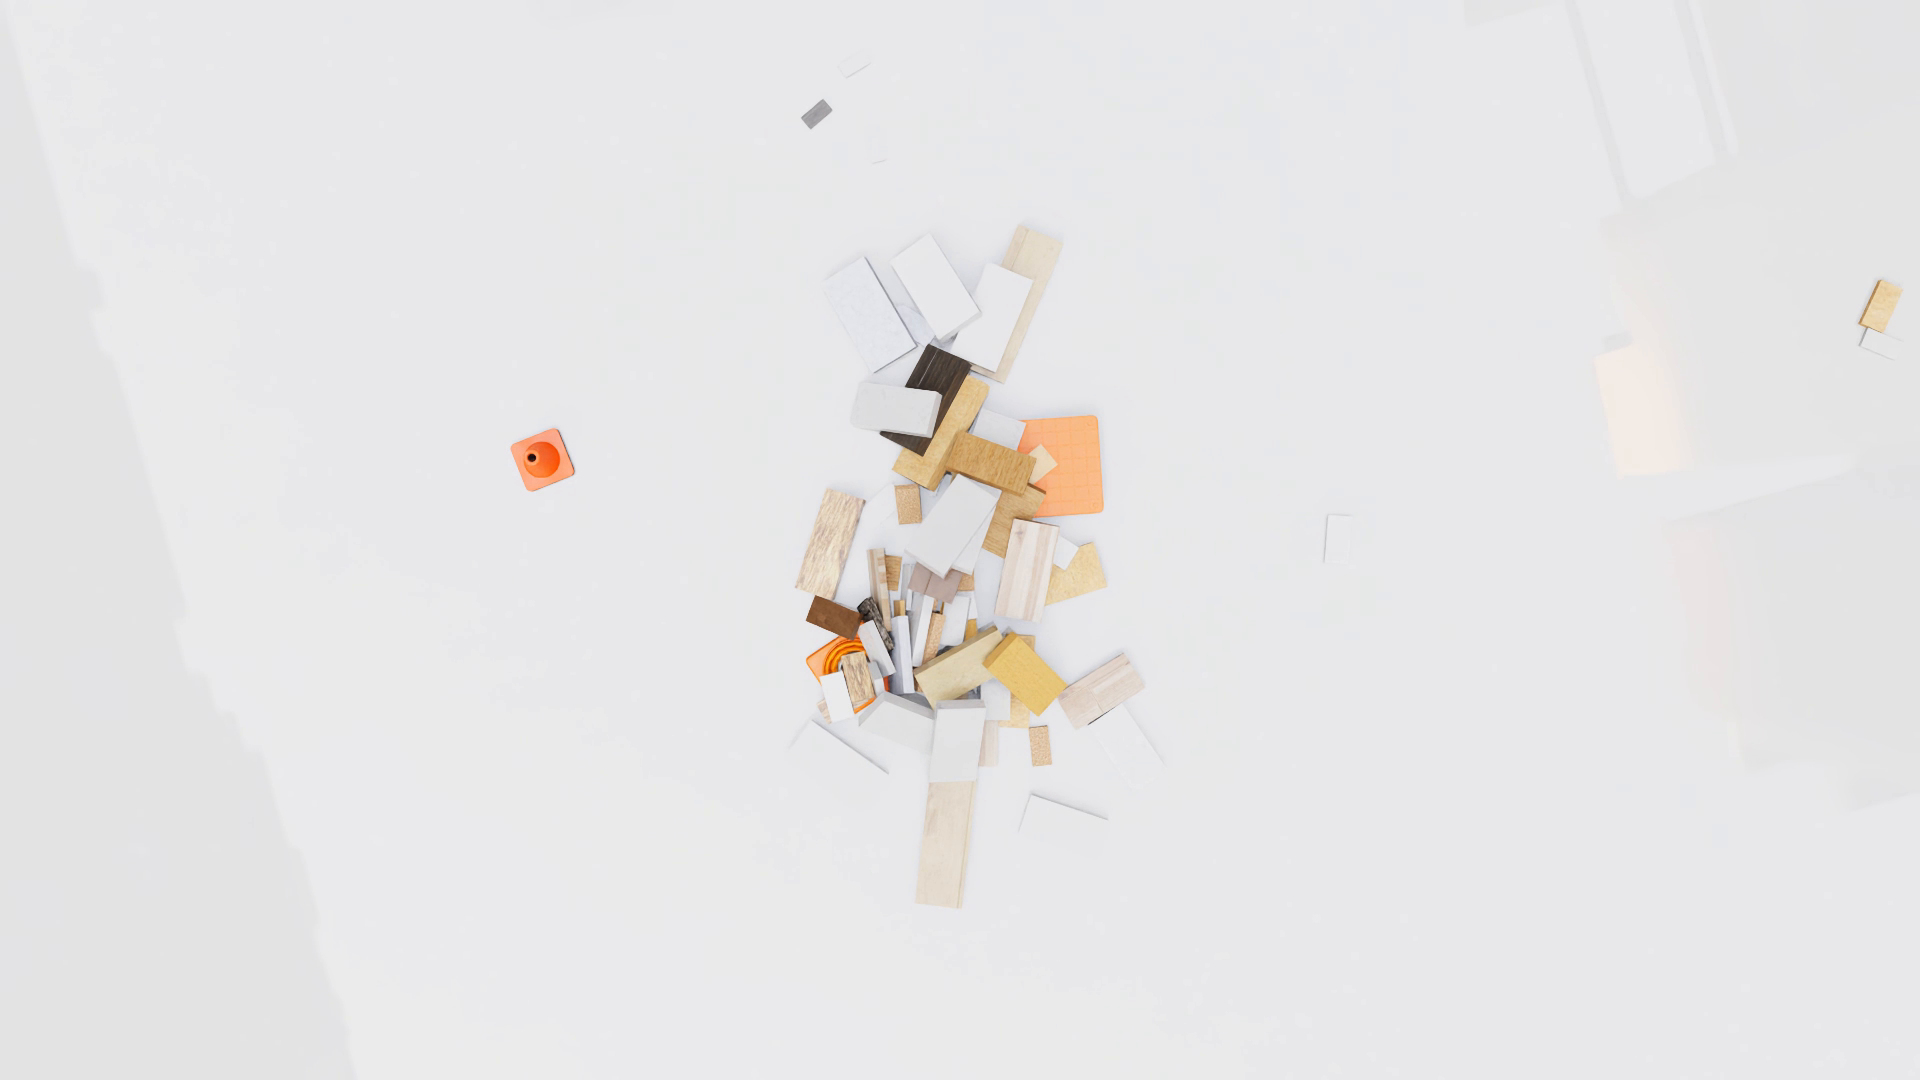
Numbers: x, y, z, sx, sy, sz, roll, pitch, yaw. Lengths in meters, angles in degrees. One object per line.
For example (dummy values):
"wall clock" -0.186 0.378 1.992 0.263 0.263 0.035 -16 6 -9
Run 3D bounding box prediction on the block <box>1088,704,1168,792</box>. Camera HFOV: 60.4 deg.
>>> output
"block" 0.556 0.689 5.481 0.135 0.038 0.271 -34 90 0

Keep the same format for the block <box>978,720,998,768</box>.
"block" 0.086 0.671 5.488 0.082 0.023 0.165 2 90 0

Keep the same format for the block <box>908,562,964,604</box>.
"block" -0.046 0.039 5.355 0.153 0.043 0.307 20 87 3

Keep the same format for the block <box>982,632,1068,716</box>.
"block" 0.213 0.440 5.388 0.145 0.041 0.290 -47 123 -4

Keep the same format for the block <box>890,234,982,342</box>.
"block" -0.079 -0.829 5.424 0.162 0.046 0.325 -34 75 10

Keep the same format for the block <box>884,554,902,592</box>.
"block" -0.229 0.110 5.492 0.058 0.016 0.115 8 90 0

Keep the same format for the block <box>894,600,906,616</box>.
"block" -0.200 0.257 5.470 0.016 0.058 0.115 -2 90 -25

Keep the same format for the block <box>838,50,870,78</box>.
"block" -0.352 -1.584 5.493 0.098 0.014 0.049 -31 90 0

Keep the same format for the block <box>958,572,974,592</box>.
"block" 0.002 0.084 5.458 0.086 0.024 0.173 -2 70 -1

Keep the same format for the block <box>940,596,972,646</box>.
"block" -0.017 0.266 5.414 0.082 0.023 0.164 6 82 17

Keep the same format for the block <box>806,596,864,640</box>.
"block" -0.415 0.257 5.445 0.186 0.026 0.093 21 90 27

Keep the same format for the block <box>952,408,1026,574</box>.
"block" 0.055 -0.160 5.338 0.153 0.043 0.539 19 72 3

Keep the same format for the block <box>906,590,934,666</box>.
"block" -0.146 0.284 5.435 0.036 0.126 0.252 11 90 -26

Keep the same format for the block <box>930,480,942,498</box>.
"block" -0.066 -0.220 5.461 0.022 0.078 0.157 19 90 0

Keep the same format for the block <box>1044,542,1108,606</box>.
"block" 0.317 0.126 5.478 0.310 0.044 0.155 -17 90 0

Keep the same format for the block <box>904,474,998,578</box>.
"block" -0.028 -0.045 5.250 0.153 0.043 0.307 33 73 8

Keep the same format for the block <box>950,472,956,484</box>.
"block" 0.021 -0.190 5.453 0.102 0.029 0.203 11 75 3

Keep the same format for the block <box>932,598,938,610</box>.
"block" -0.081 0.143 5.455 0.024 0.086 0.173 11 90 -8

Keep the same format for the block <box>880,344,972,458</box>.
"block" -0.114 -0.461 5.431 0.171 0.048 0.342 28 90 36

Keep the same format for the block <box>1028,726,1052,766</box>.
"block" 0.267 0.687 5.491 0.064 0.018 0.129 -7 90 0

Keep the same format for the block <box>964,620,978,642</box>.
"block" 0.016 0.293 5.446 0.082 0.023 0.164 -12 61 6

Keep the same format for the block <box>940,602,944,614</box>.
"block" -0.029 0.207 5.469 0.058 0.016 0.116 14 66 1

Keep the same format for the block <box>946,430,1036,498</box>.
"block" 0.101 -0.245 5.326 0.264 0.037 0.132 20 72 3

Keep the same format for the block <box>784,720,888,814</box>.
"block" -0.410 0.751 5.478 0.313 0.044 0.157 35 90 0

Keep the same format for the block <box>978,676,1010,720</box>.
"block" 0.114 0.493 5.432 0.099 0.028 0.199 3 81 -12

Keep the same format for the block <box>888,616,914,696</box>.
"block" -0.201 0.382 5.418 0.036 0.126 0.252 -1 81 -25

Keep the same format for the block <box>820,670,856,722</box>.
"block" -0.403 0.514 5.423 0.078 0.022 0.157 -15 95 2

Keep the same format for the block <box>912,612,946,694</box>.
"block" -0.119 0.365 5.435 0.036 0.126 0.262 14 90 -26

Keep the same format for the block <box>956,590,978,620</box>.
"block" 0.021 0.206 5.445 0.058 0.016 0.116 -10 79 -4

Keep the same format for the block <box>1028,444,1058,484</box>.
"block" 0.226 -0.227 5.430 0.175 0.025 0.088 -39 89 3

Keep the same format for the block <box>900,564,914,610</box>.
"block" -0.176 0.156 5.471 0.016 0.058 0.150 5 90 -26

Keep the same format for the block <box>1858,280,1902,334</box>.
"block" 3.064 -0.776 5.489 0.080 0.023 0.159 25 90 0
